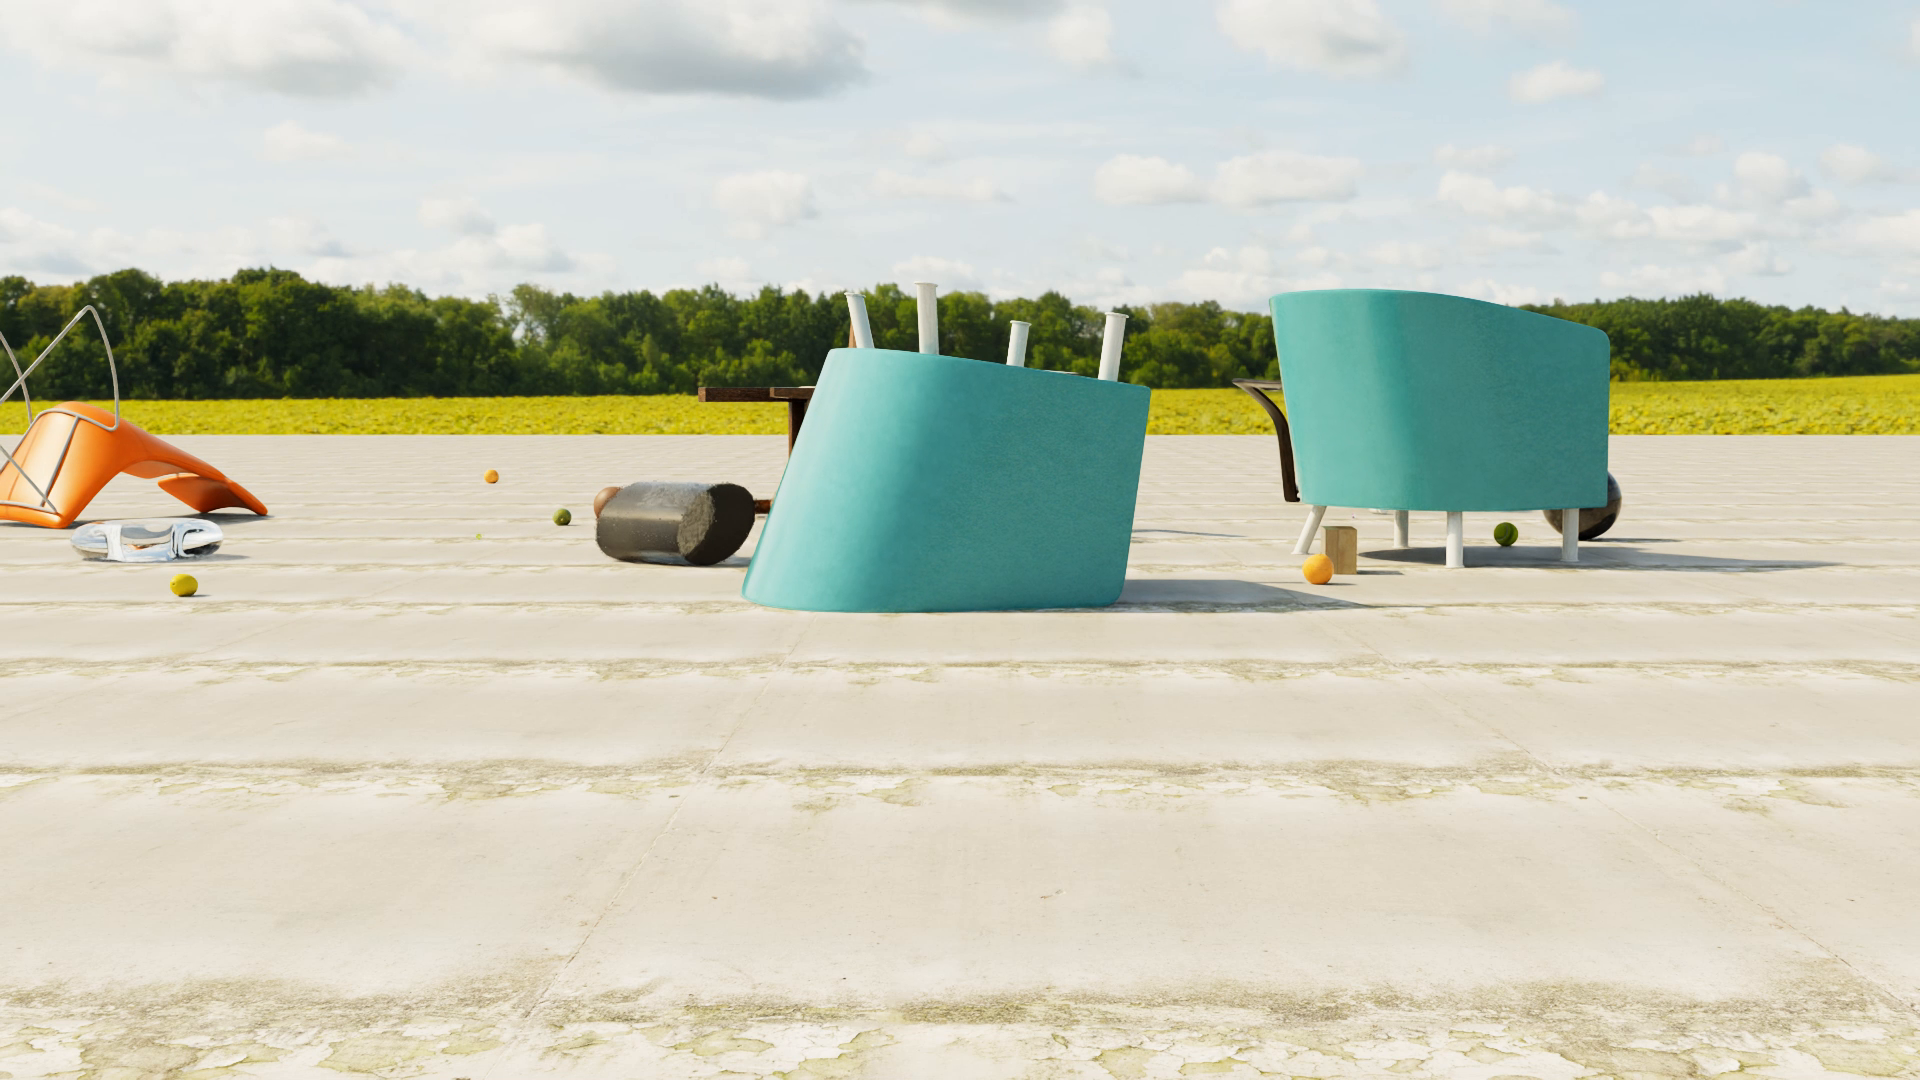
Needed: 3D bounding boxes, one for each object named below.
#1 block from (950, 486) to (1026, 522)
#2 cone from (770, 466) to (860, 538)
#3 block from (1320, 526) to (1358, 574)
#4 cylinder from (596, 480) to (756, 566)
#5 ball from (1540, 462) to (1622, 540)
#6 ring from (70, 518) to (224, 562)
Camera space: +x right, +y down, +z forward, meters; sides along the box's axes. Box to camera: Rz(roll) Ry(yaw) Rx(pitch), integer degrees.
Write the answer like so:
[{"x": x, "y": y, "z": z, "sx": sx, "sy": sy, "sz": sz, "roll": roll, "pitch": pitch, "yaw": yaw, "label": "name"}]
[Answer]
[{"x": 0.098, "y": -0.123, "z": 7.528, "sx": 0.209, "sy": 0.111, "sz": 0.153, "roll": 3, "pitch": 5, "yaw": 35, "label": "block"}, {"x": -0.434, "y": -0.068, "z": 6.760, "sx": 0.280, "sy": 0.239, "sz": 0.209, "roll": -24, "pitch": -26, "yaw": -8, "label": "cone"}, {"x": 0.928, "y": 0.025, "z": 5.390, "sx": 0.076, "sy": 0.109, "sz": 0.145, "roll": 0, "pitch": 4, "yaw": 5, "label": "block"}, {"x": -0.738, "y": -0.047, "z": 5.713, "sx": 0.308, "sy": 0.191, "sz": 0.289, "roll": 3, "pitch": 27, "yaw": 40, "label": "cylinder"}, {"x": 1.848, "y": -0.117, "z": 6.544, "sx": 0.234, "sy": 0.234, "sz": 0.234, "roll": 0, "pitch": 4, "yaw": 0, "label": "ball"}, {"x": -2.158, "y": -0.001, "z": 5.841, "sx": 0.394, "sy": 0.099, "sz": 0.348, "roll": 0, "pitch": 5, "yaw": 7, "label": "ring"}]
